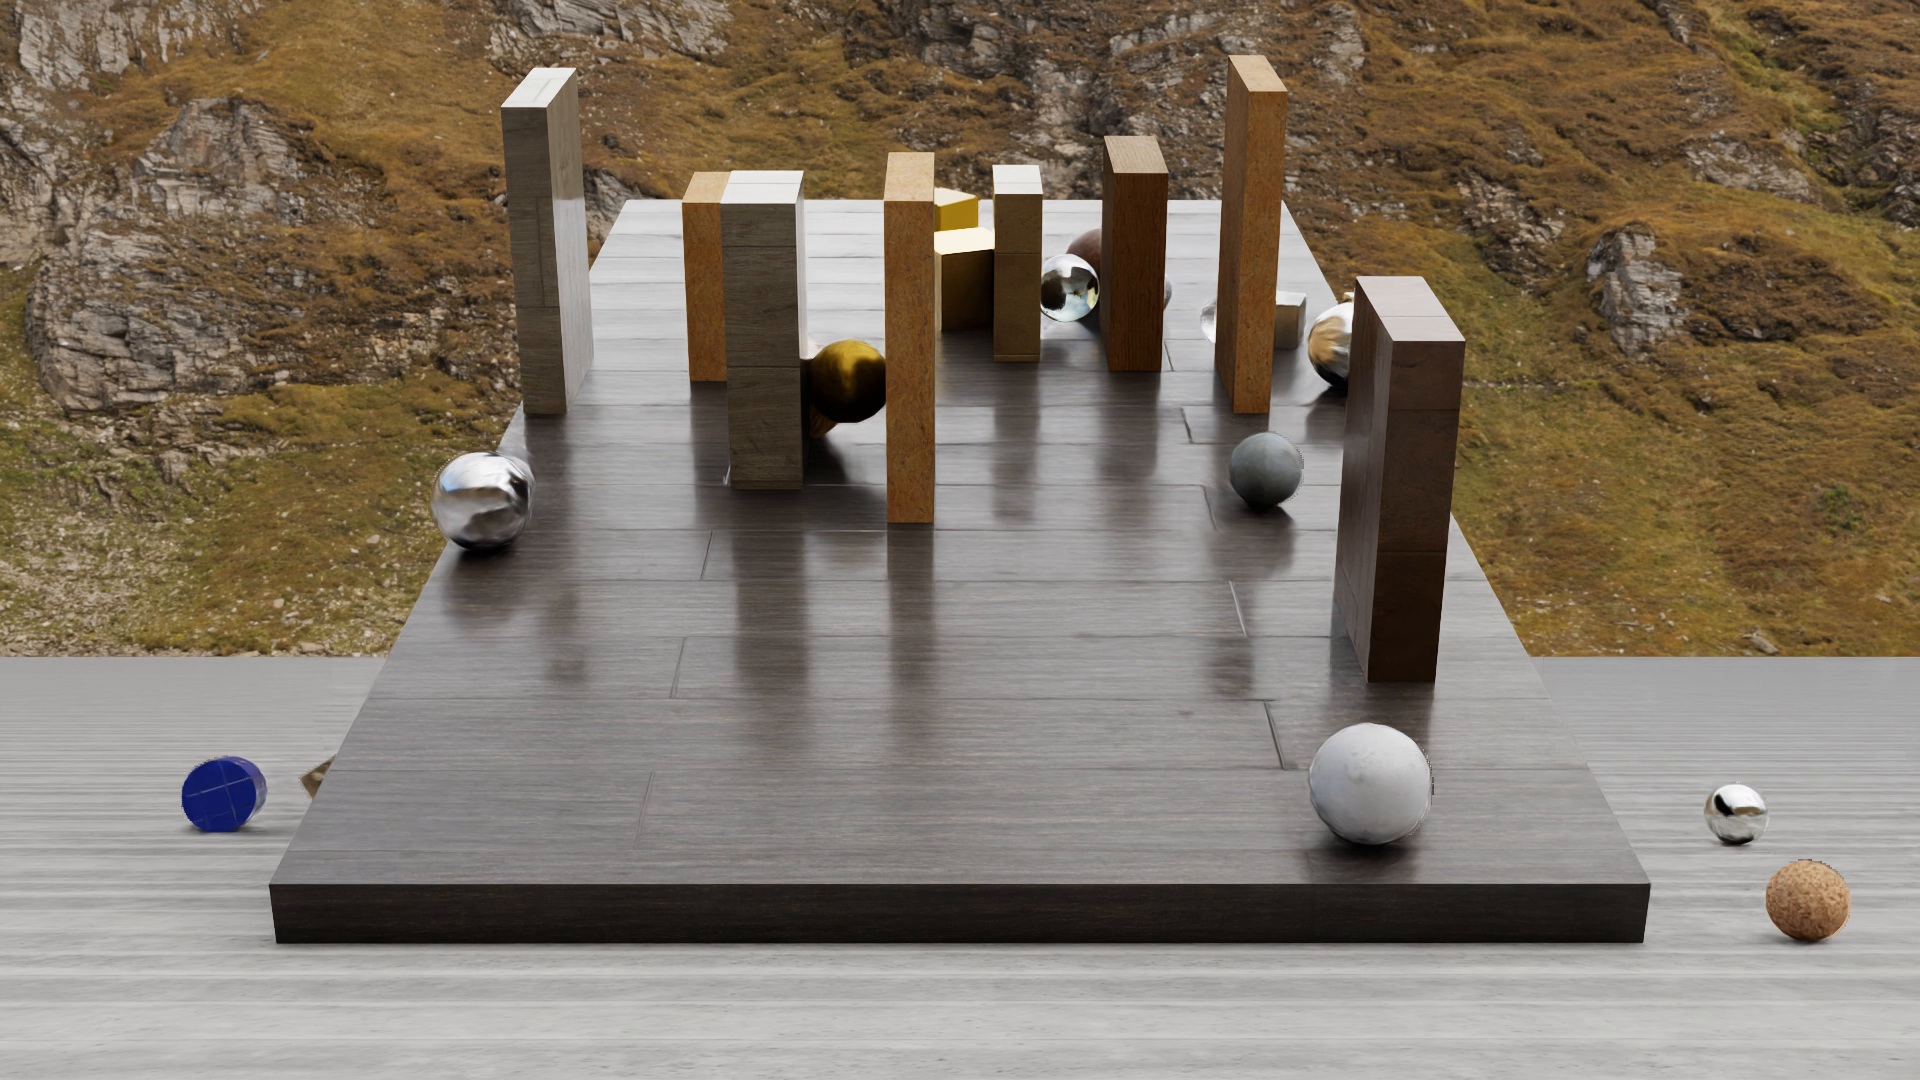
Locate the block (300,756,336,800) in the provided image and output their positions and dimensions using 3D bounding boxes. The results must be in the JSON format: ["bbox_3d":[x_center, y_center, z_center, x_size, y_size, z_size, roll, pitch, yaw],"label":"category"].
[{"bbox_3d":[-1.498,0.600,5.593,0.130,0.130,0.130,-34,-5,-8],"label":"block"}]

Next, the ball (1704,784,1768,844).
[{"bbox_3d":[1.714,0.605,5.090,0.134,0.134,0.134,0,-3,0],"label":"ball"}]

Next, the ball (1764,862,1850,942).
[{"bbox_3d":[1.250,0.533,3.401,0.117,0.117,0.117,0,-3,0],"label":"ball"}]

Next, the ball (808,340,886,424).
[{"bbox_3d":[-0.237,-0.340,4.934,0.180,0.180,0.180,0,-3,0],"label":"ball"}]

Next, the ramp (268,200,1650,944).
[{"bbox_3d":[-0.007,-0.224,5.200,2.000,0.100,4.000,0,23,0],"label":"ramp"}]

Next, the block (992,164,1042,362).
[{"bbox_3d":[0.137,-0.678,5.626,0.113,0.413,0.290,0,23,0],"label":"block"}]

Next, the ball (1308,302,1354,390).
[{"bbox_3d":[0.910,-0.451,5.358,0.203,0.203,0.203,0,-3,0],"label":"ball"}]

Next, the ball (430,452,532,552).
[{"bbox_3d":[-0.925,-0.075,4.457,0.193,0.193,0.193,0,-3,0],"label":"ball"}]

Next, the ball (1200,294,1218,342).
[{"bbox_3d":[0.656,-0.544,5.678,0.129,0.129,0.129,0,-3,0],"label":"ball"}]

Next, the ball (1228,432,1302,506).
[{"bbox_3d":[0.621,-0.144,4.685,0.150,0.150,0.150,0,-3,0],"label":"ball"}]

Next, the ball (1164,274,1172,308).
[{"bbox_3d":[0.479,-0.636,5.900,0.127,0.127,0.127,0,-3,0],"label":"ball"}]

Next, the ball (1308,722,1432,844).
[{"bbox_3d":[0.610,0.362,3.428,0.180,0.180,0.180,0,-3,0],"label":"ball"}]

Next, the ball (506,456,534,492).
[{"bbox_3d":[-0.916,-0.115,4.659,0.111,0.111,0.111,0,-3,0],"label":"ball"}]

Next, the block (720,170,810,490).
[{"bbox_3d":[-0.400,-0.437,4.791,0.149,0.606,0.270,0,23,0],"label":"block"}]

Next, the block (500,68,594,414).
[{"bbox_3d":[-0.938,-0.689,5.276,0.098,0.698,0.431,0,23,0],"label":"block"}]

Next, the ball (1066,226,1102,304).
[{"bbox_3d":[0.370,-0.715,5.994,0.200,0.200,0.200,0,-3,0],"label":"ball"}]

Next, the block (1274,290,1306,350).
[{"bbox_3d":[0.790,-0.546,5.703,0.112,0.112,0.112,7,24,16],"label":"block"}]

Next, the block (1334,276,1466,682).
[{"bbox_3d":[0.756,-0.111,4.006,0.117,0.611,0.374,0,23,0],"label":"block"}]

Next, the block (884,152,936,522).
[{"bbox_3d":[-0.099,-0.415,4.675,0.094,0.657,0.401,0,23,0],"label":"block"}]

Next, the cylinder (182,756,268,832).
[{"bbox_3d":[-1.760,0.608,5.519,0.170,0.170,0.170,0,-3,-8],"label":"cylinder"}]

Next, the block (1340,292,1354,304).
[{"bbox_3d":[1.007,-0.506,5.566,0.148,0.148,0.148,30,28,36],"label":"block"}]

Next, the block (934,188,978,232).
[{"bbox_3d":[-0.054,-0.893,6.484,0.151,0.151,0.151,21,30,40],"label":"block"}]

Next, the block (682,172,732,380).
[{"bbox_3d":[-0.565,-0.630,5.486,0.145,0.429,0.295,0,23,0],"label":"block"}]

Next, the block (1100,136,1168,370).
[{"bbox_3d":[0.418,-0.701,5.595,0.126,0.480,0.386,0,23,0],"label":"block"}]

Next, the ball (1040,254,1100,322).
[{"bbox_3d":[0.269,-0.639,5.845,0.173,0.173,0.173,0,-3,0],"label":"ball"}]

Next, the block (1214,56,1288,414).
[{"bbox_3d":[0.661,-0.704,5.276,0.083,0.731,0.407,0,23,0],"label":"block"}]

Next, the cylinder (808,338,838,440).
[{"bbox_3d":[-0.360,-0.340,5.106,0.186,0.186,0.186,1,22,-15],"label":"cylinder"}]

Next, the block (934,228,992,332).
[{"bbox_3d":[0.006,-0.666,5.872,0.201,0.201,0.201,-9,24,-21],"label":"block"}]
